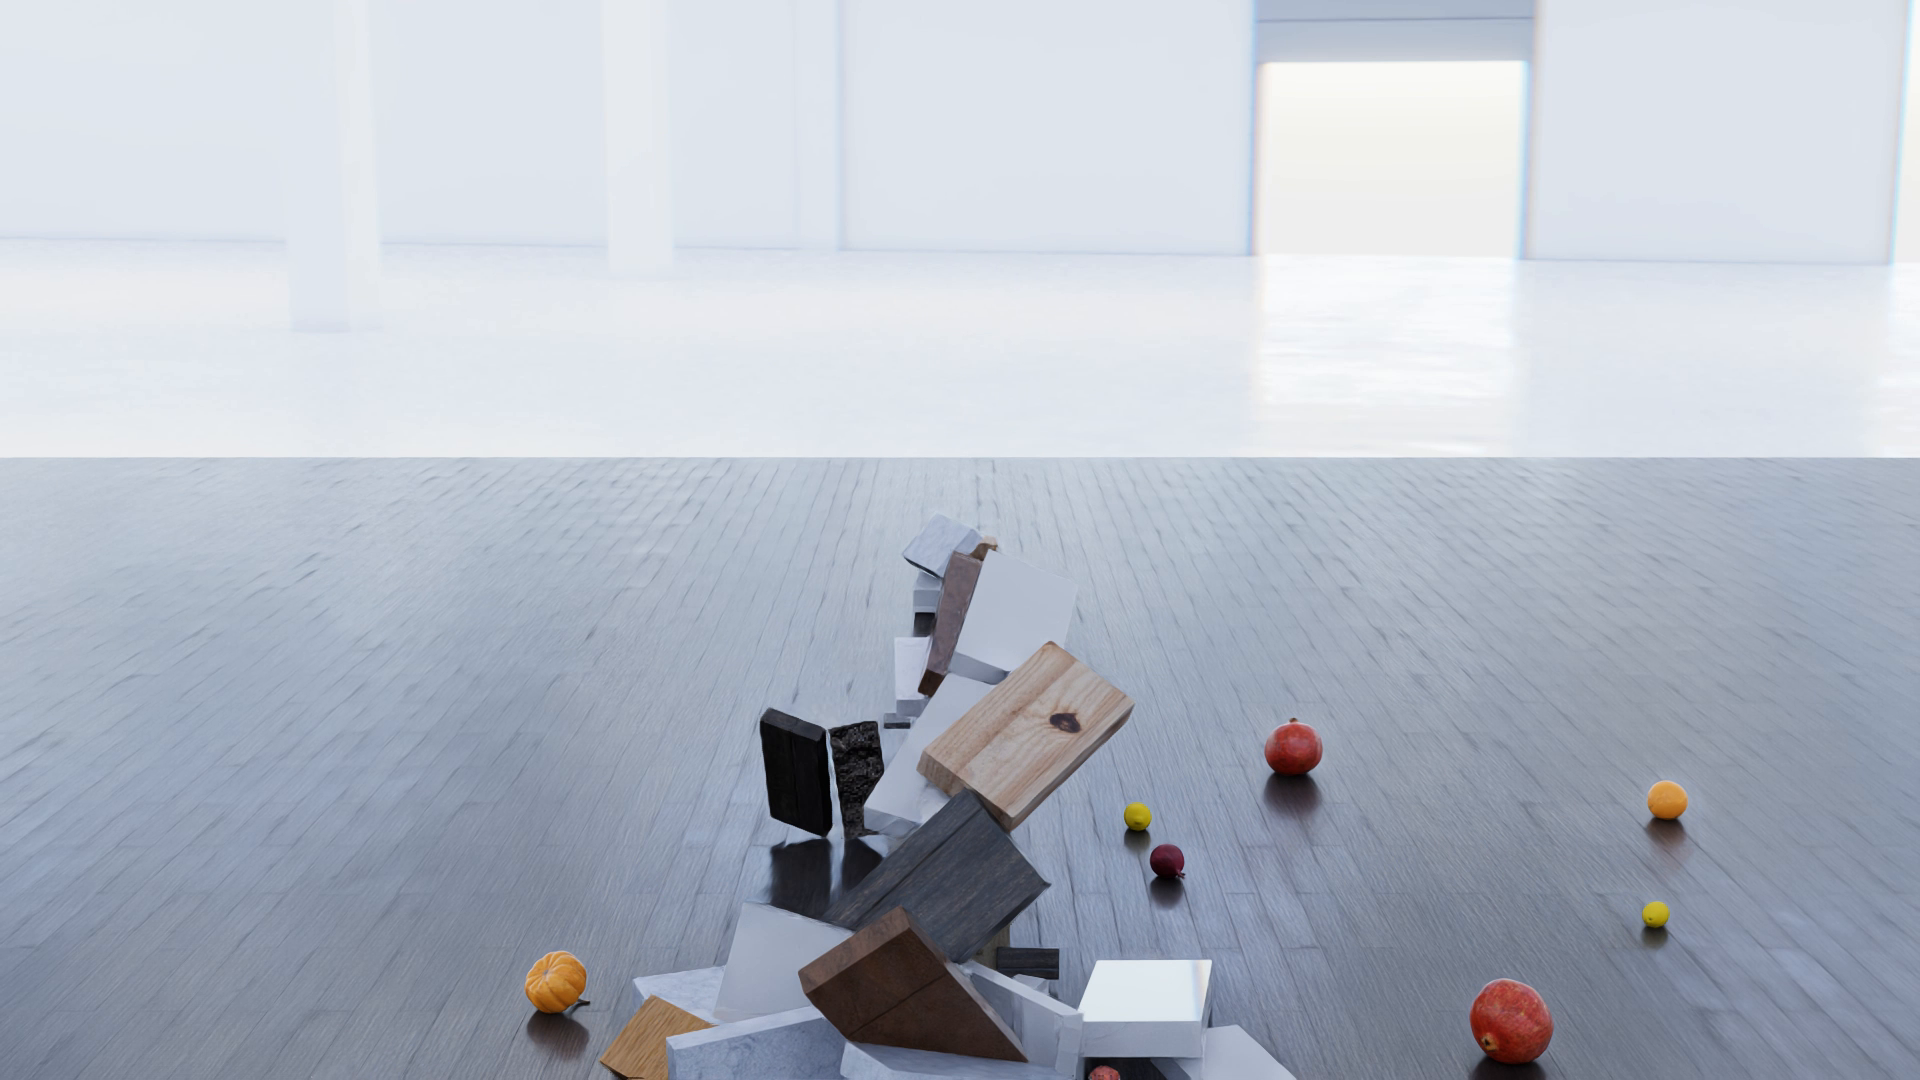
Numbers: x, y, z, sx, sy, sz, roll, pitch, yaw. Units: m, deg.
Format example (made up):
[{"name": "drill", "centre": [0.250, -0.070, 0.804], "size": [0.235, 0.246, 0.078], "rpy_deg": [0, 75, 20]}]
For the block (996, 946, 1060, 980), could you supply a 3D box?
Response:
[{"name": "block", "centre": [0.101, 0.628, 3.264], "size": [0.092, 0.046, 0.013], "rpy_deg": [2, -6, -5]}]

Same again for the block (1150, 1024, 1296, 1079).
[{"name": "block", "centre": [0.360, 0.714, 2.902], "size": [0.130, 0.037, 0.259], "rpy_deg": [-3, 11, -17]}]

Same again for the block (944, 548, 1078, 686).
[{"name": "block", "centre": [0.086, 0.138, 3.462], "size": [0.159, 0.045, 0.361], "rpy_deg": [21, 27, -1]}]

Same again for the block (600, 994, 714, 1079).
[{"name": "block", "centre": [-0.380, 0.676, 2.888], "size": [0.112, 0.032, 0.224], "rpy_deg": [-51, 29, -20]}]

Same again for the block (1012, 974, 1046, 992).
[{"name": "block", "centre": [0.085, 0.656, 3.198], "size": [0.046, 0.013, 0.092], "rpy_deg": [5, 12, 26]}]

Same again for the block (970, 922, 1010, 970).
[{"name": "block", "centre": [-0.002, 0.508, 3.278], "size": [0.152, 0.304, 0.043], "rpy_deg": [1, 11, 3]}]

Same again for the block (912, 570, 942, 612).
[{"name": "block", "centre": [-0.006, 0.084, 3.824], "size": [0.135, 0.038, 0.271], "rpy_deg": [1, 8, 2]}]

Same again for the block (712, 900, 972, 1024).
[{"name": "block", "centre": [-0.158, 0.603, 2.926], "size": [0.319, 0.159, 0.045], "rpy_deg": [14, -3, 17]}]

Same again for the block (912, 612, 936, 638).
[{"name": "block", "centre": [-0.012, 0.190, 3.603], "size": [0.135, 0.038, 0.271], "rpy_deg": [1, 23, 2]}]

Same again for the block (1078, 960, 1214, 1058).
[{"name": "block", "centre": [0.260, 0.650, 3.066], "size": [0.169, 0.048, 0.337], "rpy_deg": [-2, 3, 9]}]

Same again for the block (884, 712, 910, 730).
[{"name": "block", "centre": [-0.077, 0.350, 4.272], "size": [0.142, 0.020, 0.071], "rpy_deg": [-1, -15, -2]}]

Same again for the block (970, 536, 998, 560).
[{"name": "block", "centre": [0.001, 0.082, 4.002], "size": [0.100, 0.200, 0.028], "rpy_deg": [5, 30, -10]}]

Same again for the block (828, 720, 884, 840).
[{"name": "block", "centre": [-0.177, 0.428, 3.929], "size": [0.028, 0.200, 0.100], "rpy_deg": [-2, -9, -45]}]

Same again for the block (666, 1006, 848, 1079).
[{"name": "block", "centre": [-0.223, 0.674, 2.783], "size": [0.285, 0.143, 0.040], "rpy_deg": [-8, 13, -22]}]

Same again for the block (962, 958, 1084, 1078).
[{"name": "block", "centre": [0.059, 0.657, 2.941], "size": [0.037, 0.130, 0.259], "rpy_deg": [4, 6, -39]}]

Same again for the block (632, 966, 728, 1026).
[{"name": "block", "centre": [-0.334, 0.680, 3.054], "size": [0.169, 0.048, 0.337], "rpy_deg": [-4, 11, -21]}]

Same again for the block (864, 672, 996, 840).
[{"name": "block", "centre": [-0.006, 0.319, 3.162], "size": [0.152, 0.043, 0.304], "rpy_deg": [15, 40, 17]}]

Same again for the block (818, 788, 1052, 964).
[{"name": "block", "centre": [-0.074, 0.526, 2.980], "size": [0.169, 0.377, 0.048], "rpy_deg": [48, 2, 19]}]

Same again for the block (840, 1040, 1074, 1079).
[{"name": "block", "centre": [0.012, 0.666, 2.691], "size": [0.285, 0.040, 0.143], "rpy_deg": [13, -3, -25]}]

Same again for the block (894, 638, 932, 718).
[{"name": "block", "centre": [-0.048, 0.214, 3.461], "size": [0.108, 0.030, 0.215], "rpy_deg": [-1, 23, -2]}]

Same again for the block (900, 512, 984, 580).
[{"name": "block", "centre": [-0.033, 0.012, 3.861], "size": [0.028, 0.100, 0.200], "rpy_deg": [43, -6, -19]}]

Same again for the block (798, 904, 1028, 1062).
[{"name": "block", "centre": [-0.055, 0.595, 2.740], "size": [0.152, 0.304, 0.043], "rpy_deg": [-33, 35, 4]}]

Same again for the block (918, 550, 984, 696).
[{"name": "block", "centre": [0.033, 0.149, 3.500], "size": [0.152, 0.043, 0.402], "rpy_deg": [20, 27, -4]}]

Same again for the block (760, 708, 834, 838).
[{"name": "block", "centre": [-0.288, 0.413, 3.883], "size": [0.112, 0.278, 0.032], "rpy_deg": [18, 49, 17]}]

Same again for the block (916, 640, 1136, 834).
[{"name": "block", "centre": [0.098, 0.279, 3.148], "size": [0.159, 0.045, 0.319], "rpy_deg": [36, 45, 17]}]

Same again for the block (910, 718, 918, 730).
[{"name": "block", "centre": [0.001, 0.306, 3.331], "size": [0.152, 0.043, 0.304], "rpy_deg": [-1, 18, -2]}]

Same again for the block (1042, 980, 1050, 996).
[{"name": "block", "centre": [0.104, 0.667, 3.214], "size": [0.050, 0.014, 0.100], "rpy_deg": [1, 11, 4]}]
